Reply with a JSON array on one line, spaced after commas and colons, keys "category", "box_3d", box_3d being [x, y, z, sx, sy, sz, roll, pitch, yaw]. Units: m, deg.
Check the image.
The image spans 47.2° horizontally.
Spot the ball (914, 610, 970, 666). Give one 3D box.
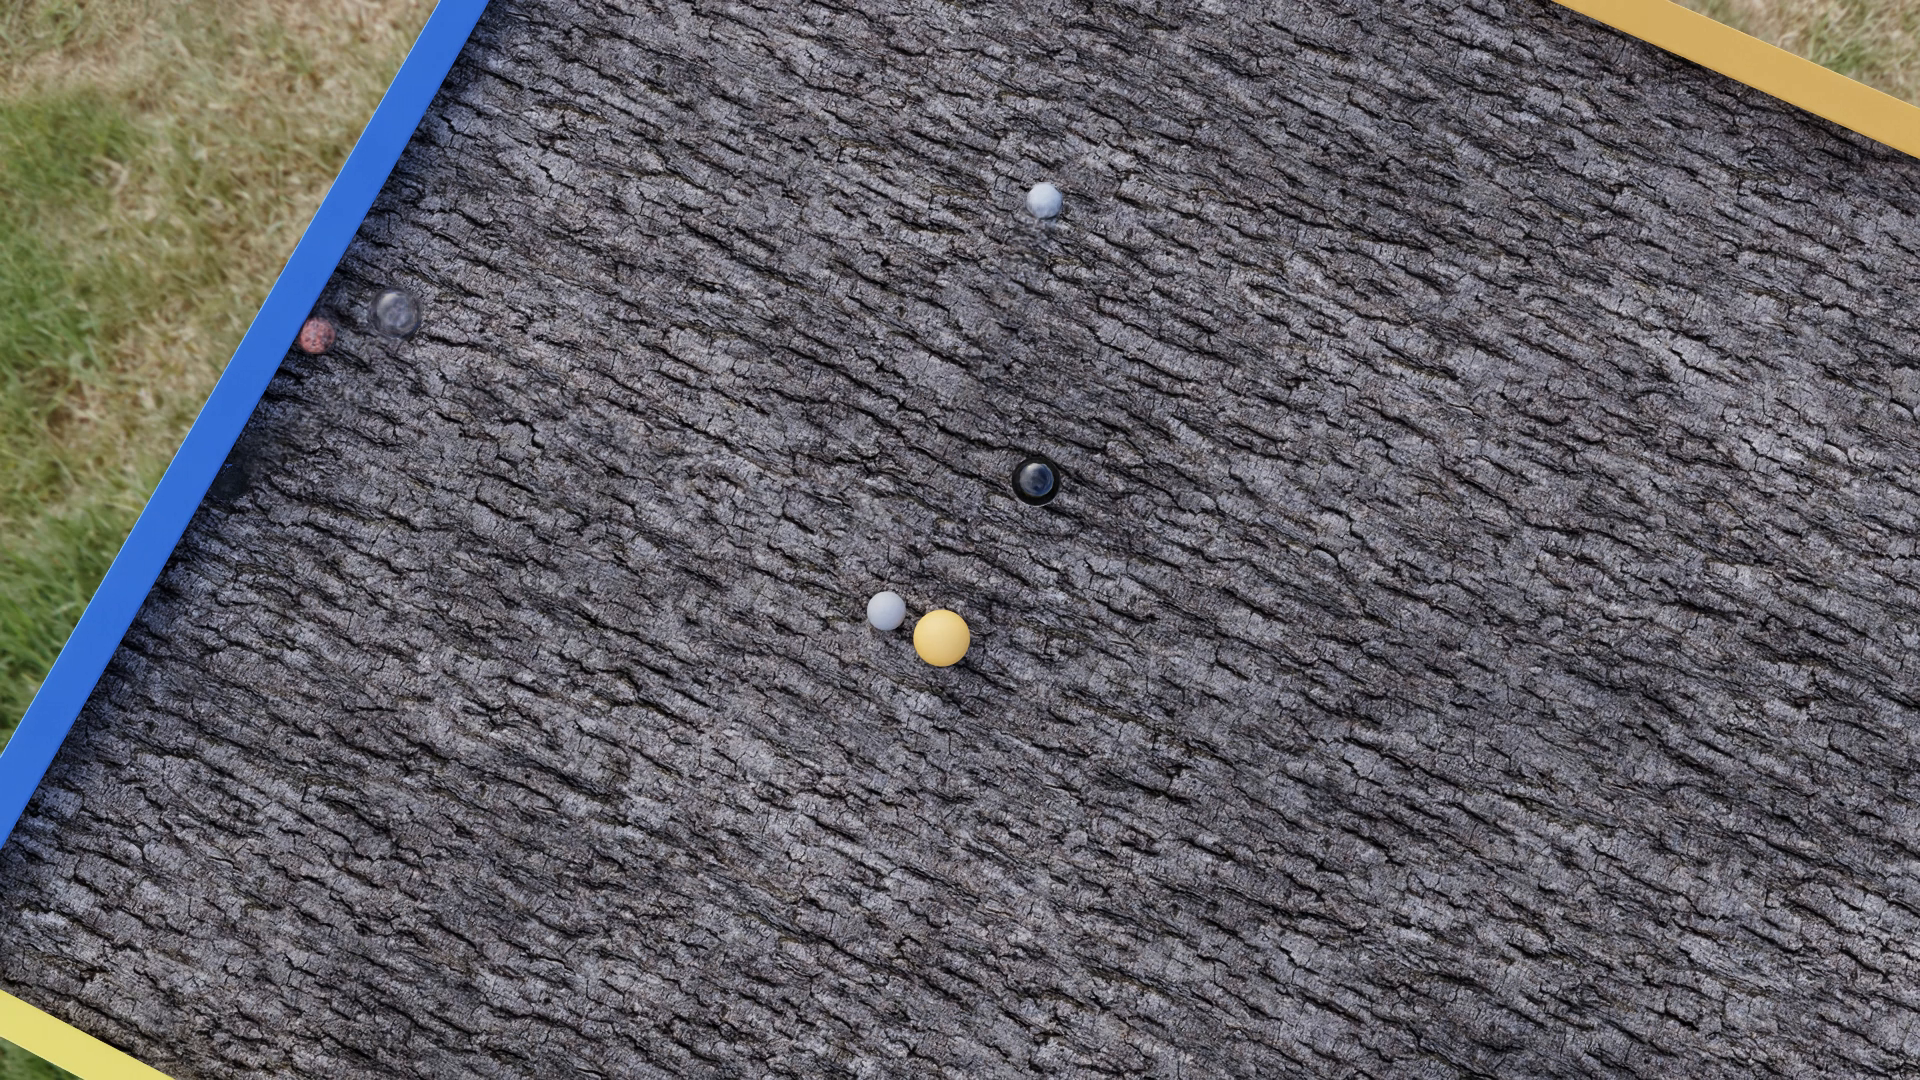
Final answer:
[{"category": "ball", "box_3d": [-0.027, 0.146, 3.276, 0.085, 0.085, 0.085, 0, 77, 0]}]

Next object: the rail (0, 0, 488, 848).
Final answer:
[{"category": "rail", "box_3d": [-0.969, -0.461, 3.401, 0.045, 0.110, 2.485, 25, 78, 6]}]

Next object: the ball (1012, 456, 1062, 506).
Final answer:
[{"category": "ball", "box_3d": [0.116, -0.088, 3.334, 0.076, 0.076, 0.076, 0, 77, 0]}]

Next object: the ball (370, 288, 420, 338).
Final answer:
[{"category": "ball", "box_3d": [-0.872, -0.351, 3.394, 0.077, 0.077, 0.077, 0, 77, 0]}]

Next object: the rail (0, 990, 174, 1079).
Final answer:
[{"category": "rail", "box_3d": [0.461, 1.530, 2.946, 4.398, 0.110, 0.045, 25, 78, 6]}]

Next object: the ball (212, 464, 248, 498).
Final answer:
[{"category": "ball", "box_3d": [-1.112, -0.089, 3.347, 0.052, 0.052, 0.052, 0, 77, 0]}]

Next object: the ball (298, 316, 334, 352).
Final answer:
[{"category": "ball", "box_3d": [-0.995, -0.318, 3.397, 0.055, 0.055, 0.055, 0, 77, 0]}]

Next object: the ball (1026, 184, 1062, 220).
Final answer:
[{"category": "ball", "box_3d": [0.131, -0.531, 3.446, 0.055, 0.055, 0.055, 0, 77, 0]}]

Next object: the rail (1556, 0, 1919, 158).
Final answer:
[{"category": "rail", "box_3d": [1.520, -0.610, 3.435, 4.398, 0.110, 0.045, 25, 78, 6]}]

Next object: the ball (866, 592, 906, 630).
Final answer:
[{"category": "ball", "box_3d": [-0.110, 0.107, 3.298, 0.059, 0.059, 0.059, 0, 77, 0]}]
